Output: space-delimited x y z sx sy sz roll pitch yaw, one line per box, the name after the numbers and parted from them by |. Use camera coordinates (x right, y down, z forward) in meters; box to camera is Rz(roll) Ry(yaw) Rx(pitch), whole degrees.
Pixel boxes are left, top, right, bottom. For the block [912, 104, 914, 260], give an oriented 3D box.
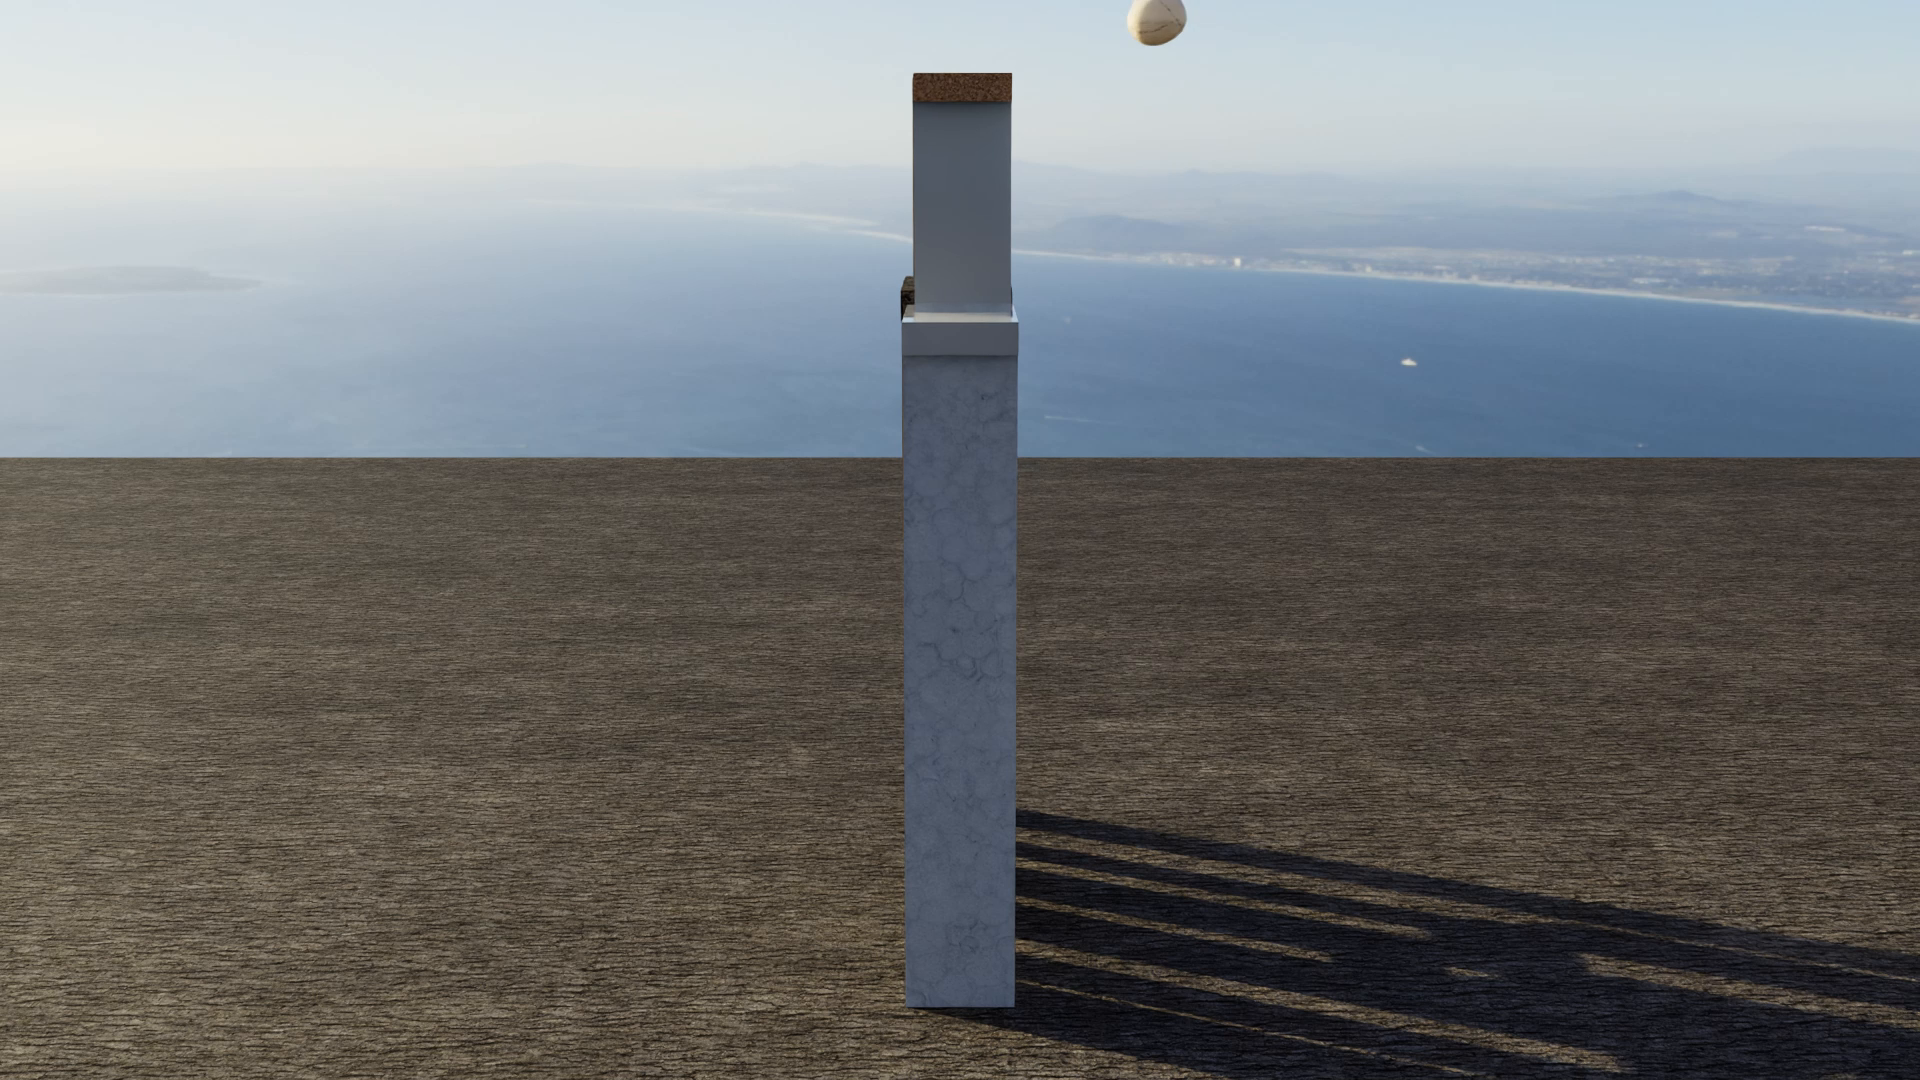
-0.004 -0.536 3.412 0.138 0.275 0.039 0 11 0 | block

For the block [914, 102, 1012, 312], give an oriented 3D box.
0.004 -0.475 3.139 0.138 0.296 0.039 0 10 0 | block

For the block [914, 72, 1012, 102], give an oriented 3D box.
0.003 -0.656 3.199 0.138 0.039 0.275 0 11 0 | block

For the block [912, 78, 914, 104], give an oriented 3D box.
-0.003 -0.707 3.474 0.138 0.039 0.275 0 11 0 | block

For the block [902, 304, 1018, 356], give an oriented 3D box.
0.000 -0.302 3.142 0.158 0.045 0.317 0 10 0 | block

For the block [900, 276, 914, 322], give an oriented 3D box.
-0.005 -0.381 3.463 0.167 0.047 0.335 0 11 0 | block

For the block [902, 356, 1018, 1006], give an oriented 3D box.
0.000 0.207 3.129 0.158 0.951 0.045 0 11 0 | block

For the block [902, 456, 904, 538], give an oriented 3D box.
-0.005 -0.173 3.389 0.167 0.335 0.047 0 11 0 | block
